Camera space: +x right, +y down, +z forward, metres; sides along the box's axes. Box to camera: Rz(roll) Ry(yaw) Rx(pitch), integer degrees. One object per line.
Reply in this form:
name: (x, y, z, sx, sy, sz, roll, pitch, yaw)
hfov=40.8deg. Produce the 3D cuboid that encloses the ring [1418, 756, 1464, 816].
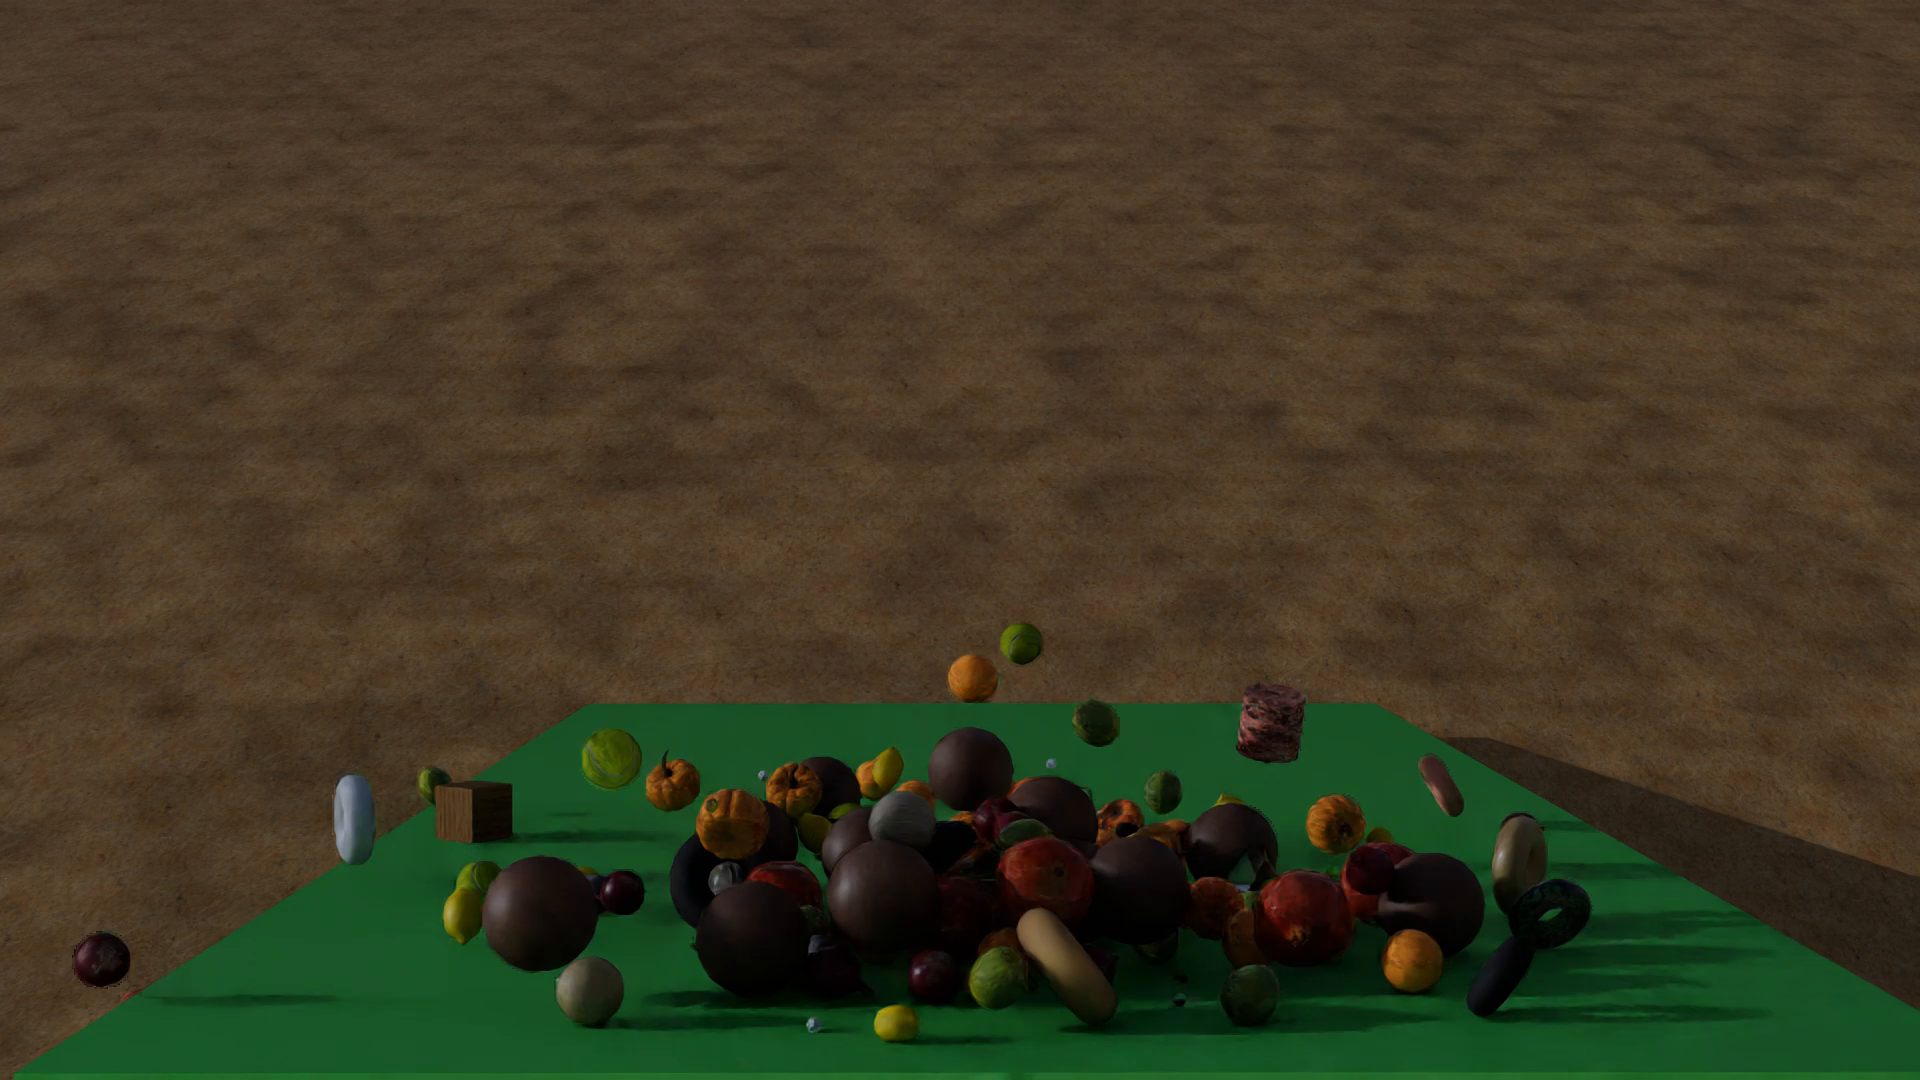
ring: (0.803, 0.410, 4.301, 0.037, 0.112, 0.112, -31, 27, 3)

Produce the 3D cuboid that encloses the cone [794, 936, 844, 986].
cone: (-0.167, 0.503, 3.012, 0.058, 0.058, 0.058, 1, 28, 2)

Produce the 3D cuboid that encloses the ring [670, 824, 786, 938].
ring: (-0.296, 0.434, 3.286, 0.148, 0.148, 0.049, -2, -16, -3)

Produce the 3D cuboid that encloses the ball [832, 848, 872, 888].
ball: (-0.155, 0.468, 3.682, 0.058, 0.058, 0.058, 0, 25, 0)

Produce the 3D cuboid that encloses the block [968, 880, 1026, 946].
block: (0.047, 0.465, 3.205, 0.067, 0.067, 0.067, -3, -18, -4)

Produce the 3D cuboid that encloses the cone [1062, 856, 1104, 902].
cone: (0.182, 0.457, 3.552, 0.059, 0.059, 0.059, 38, 5, -4)

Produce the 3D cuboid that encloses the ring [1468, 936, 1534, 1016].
ring: (0.591, 0.477, 2.820, 0.033, 0.100, 0.100, 36, 39, 21)

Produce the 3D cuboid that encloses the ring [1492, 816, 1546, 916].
ring: (0.738, 0.431, 3.403, 0.045, 0.135, 0.135, 3, 24, 29)

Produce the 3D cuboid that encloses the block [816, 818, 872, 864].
block: (-0.177, 0.460, 3.937, 0.061, 0.061, 0.061, -1, 2, -38)

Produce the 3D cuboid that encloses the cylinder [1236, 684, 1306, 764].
cylinder: (0.457, 0.269, 3.789, 0.091, 0.091, 0.091, 5, 15, -1)

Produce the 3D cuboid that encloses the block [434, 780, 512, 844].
block: (-0.788, 0.440, 4.181, 0.087, 0.087, 0.087, 1, 2, 36)

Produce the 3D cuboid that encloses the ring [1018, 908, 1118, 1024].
ring: (0.116, 0.461, 2.789, 0.049, 0.146, 0.146, -38, 32, -1)

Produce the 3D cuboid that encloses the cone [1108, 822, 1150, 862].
cone: (0.244, 0.475, 3.934, 0.065, 0.065, 0.065, 19, 44, 34)

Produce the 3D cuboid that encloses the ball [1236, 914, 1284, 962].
ball: (0.365, 0.483, 3.134, 0.058, 0.058, 0.058, 0, 25, 0)

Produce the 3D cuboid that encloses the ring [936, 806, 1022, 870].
ring: (0.029, 0.449, 3.889, 0.140, 0.047, 0.140, -18, 18, 6)

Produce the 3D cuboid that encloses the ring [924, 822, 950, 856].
ring: (-0.001, 0.466, 4.007, 0.134, 0.045, 0.134, 1, 2, 0)

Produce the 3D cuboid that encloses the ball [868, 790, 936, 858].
ball: (-0.068, 0.339, 3.067, 0.081, 0.081, 0.081, 0, 25, 0)

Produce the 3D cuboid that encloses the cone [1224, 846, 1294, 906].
cone: (0.422, 0.477, 3.516, 0.090, 0.090, 0.090, 33, 22, -13)

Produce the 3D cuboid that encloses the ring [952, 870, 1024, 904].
ring: (0.047, 0.481, 3.568, 0.116, 0.039, 0.116, -1, 2, 0)

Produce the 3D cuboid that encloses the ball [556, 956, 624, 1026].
ball: (-0.399, 0.486, 2.782, 0.073, 0.073, 0.073, 0, 25, 0)

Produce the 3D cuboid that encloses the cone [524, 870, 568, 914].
cone: (-0.557, 0.489, 3.500, 0.060, 0.060, 0.060, -8, 30, -16)

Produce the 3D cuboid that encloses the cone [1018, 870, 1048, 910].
cone: (0.077, 0.451, 3.304, 0.052, 0.052, 0.052, -15, 10, 44)

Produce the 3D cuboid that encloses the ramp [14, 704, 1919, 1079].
ramp: (0.058, 0.522, 4.561, 2.000, 0.100, 4.000, 0, 2, 0)

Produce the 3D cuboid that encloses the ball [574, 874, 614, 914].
ball: (-0.492, 0.477, 3.468, 0.054, 0.054, 0.054, 0, 25, 0)

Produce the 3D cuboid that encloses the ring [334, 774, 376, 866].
ring: (-0.876, 0.405, 3.732, 0.044, 0.132, 0.132, -1, 24, -22)

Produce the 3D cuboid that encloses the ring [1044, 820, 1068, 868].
ring: (0.144, 0.454, 3.852, 0.025, 0.075, 0.075, -11, 25, 5)

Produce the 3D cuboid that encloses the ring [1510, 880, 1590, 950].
ring: (0.729, 0.463, 3.187, 0.105, 0.105, 0.035, -5, 36, -11)
